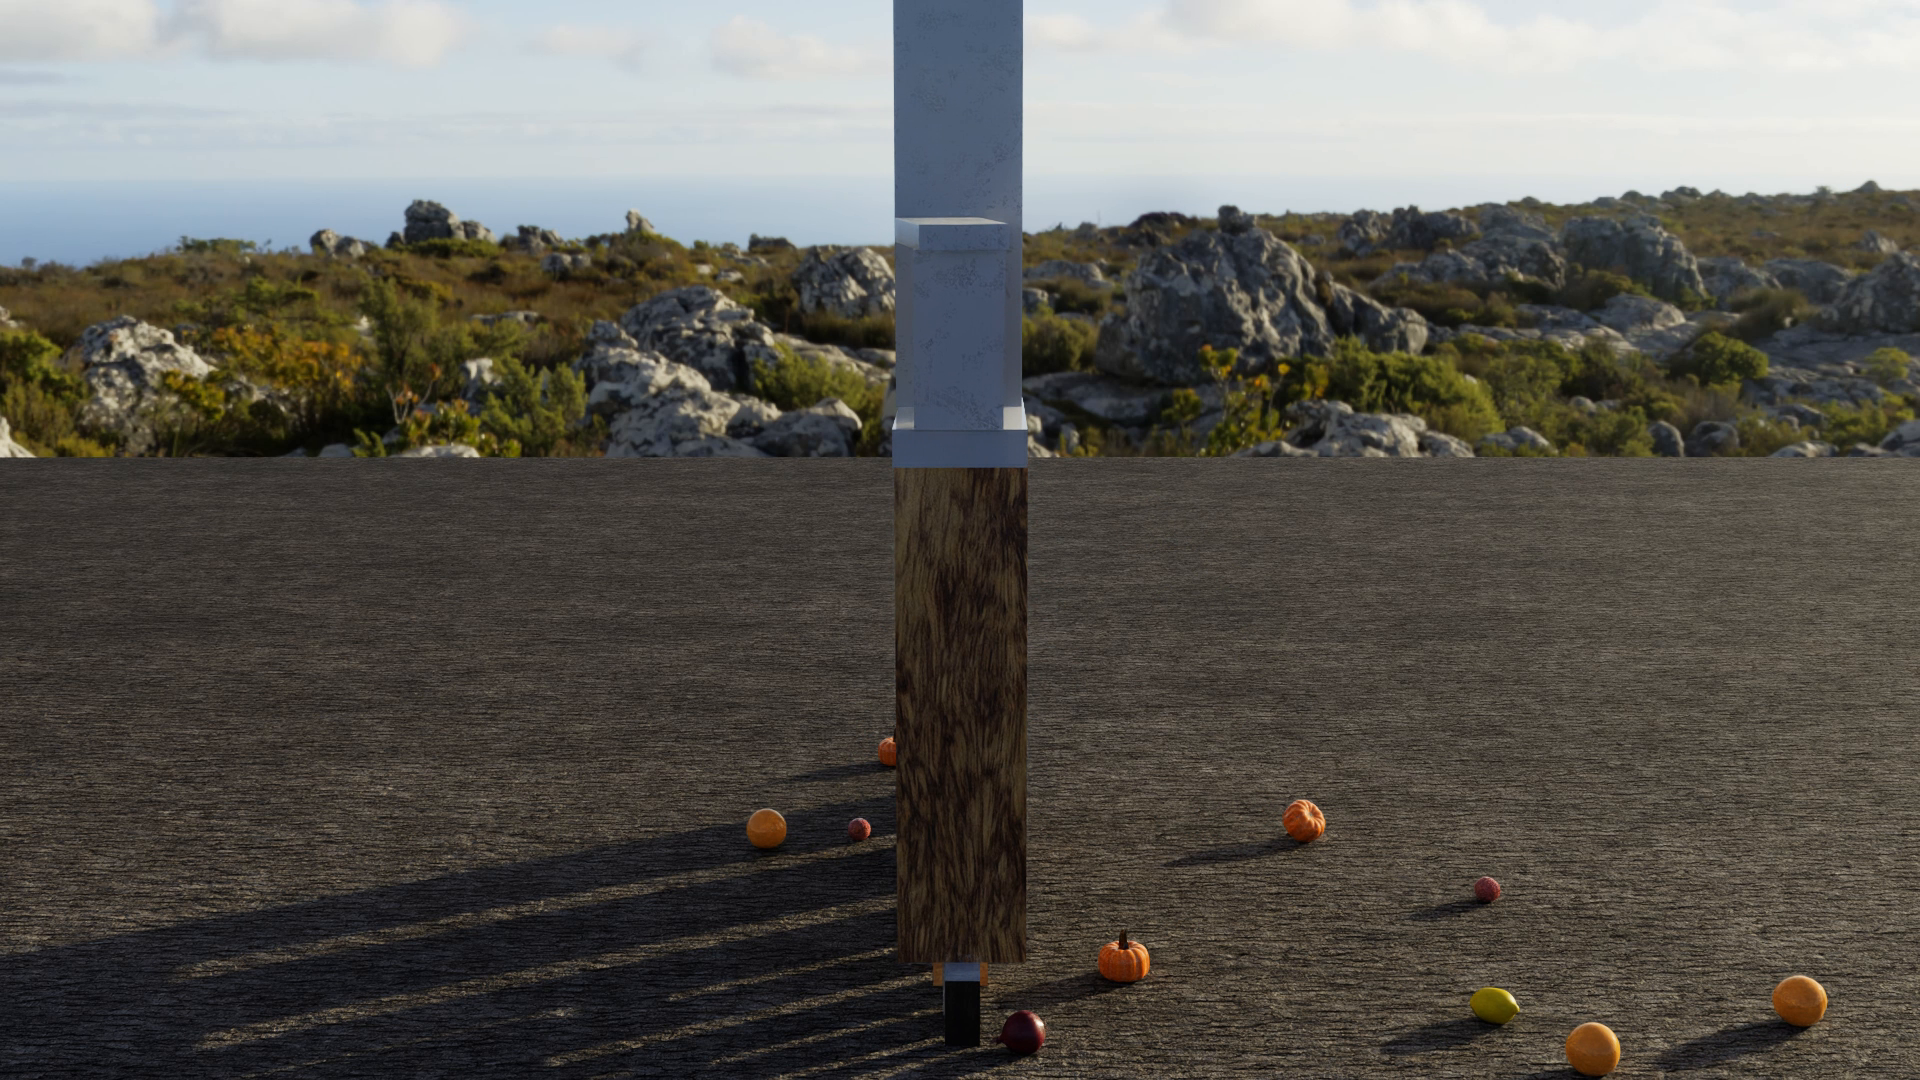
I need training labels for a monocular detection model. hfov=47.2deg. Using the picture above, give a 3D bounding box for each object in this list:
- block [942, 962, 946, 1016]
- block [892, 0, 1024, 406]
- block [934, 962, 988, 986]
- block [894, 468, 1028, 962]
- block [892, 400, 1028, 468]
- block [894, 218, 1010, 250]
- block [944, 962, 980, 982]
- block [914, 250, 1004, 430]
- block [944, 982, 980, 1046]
[{"bbox_3d":[0.000,0.634,3.162,0.050,0.099,0.014,0,11,0],"label":"block"},{"bbox_3d":[-0.002,-0.497,3.112,0.180,0.614,0.051,0,11,0],"label":"block"},{"bbox_3d":[0.000,0.582,3.269,0.081,0.162,0.023,0,11,-1],"label":"block"},{"bbox_3d":[0.002,0.239,3.030,0.179,0.701,0.051,0,10,0],"label":"block"},{"bbox_3d":[0.001,-0.154,3.084,0.179,0.051,0.358,0,10,1],"label":"block"},{"bbox_3d":[-0.013,-0.410,2.943,0.118,0.033,0.236,-2,11,-9],"label":"block"},{"bbox_3d":[0.004,0.593,3.079,0.049,0.014,0.097,0,10,0],"label":"block"},{"bbox_3d":[-0.002,-0.264,2.891,0.118,0.236,0.033,0,10,1],"label":"block"},{"bbox_3d":[0.003,0.654,3.057,0.049,0.097,0.014,0,11,0],"label":"block"}]
